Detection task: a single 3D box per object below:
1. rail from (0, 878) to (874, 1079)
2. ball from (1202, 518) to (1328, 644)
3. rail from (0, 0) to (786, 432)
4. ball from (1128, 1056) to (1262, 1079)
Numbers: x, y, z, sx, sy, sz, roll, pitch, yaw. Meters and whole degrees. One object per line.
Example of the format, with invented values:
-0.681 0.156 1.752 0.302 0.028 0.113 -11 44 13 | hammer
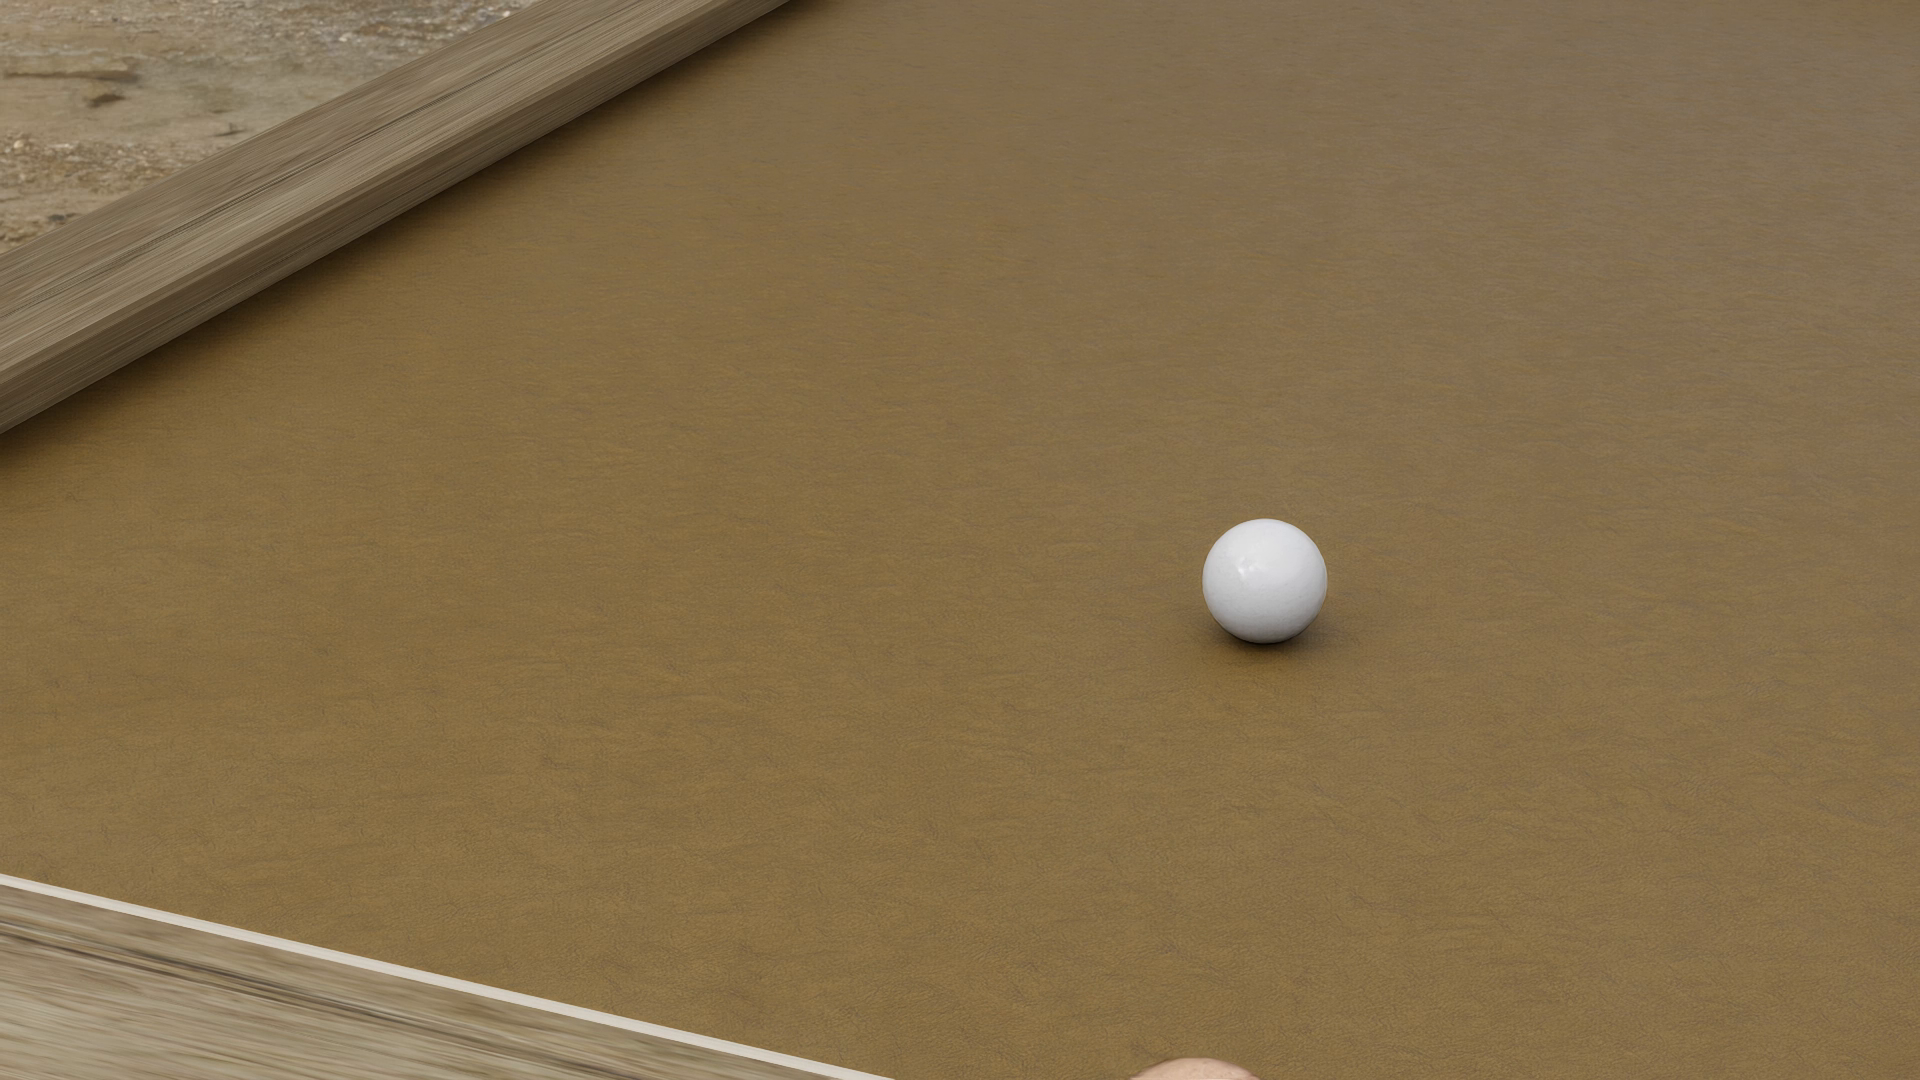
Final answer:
-0.246 0.235 1.328 1.534 0.129 0.045 9 26 20 | rail
0.192 0.026 1.853 0.079 0.079 0.079 0 24 0 | ball
-0.437 -0.402 2.735 0.045 0.129 2.782 9 26 20 | rail
0.103 0.275 1.278 0.100 0.100 0.100 0 24 0 | ball
